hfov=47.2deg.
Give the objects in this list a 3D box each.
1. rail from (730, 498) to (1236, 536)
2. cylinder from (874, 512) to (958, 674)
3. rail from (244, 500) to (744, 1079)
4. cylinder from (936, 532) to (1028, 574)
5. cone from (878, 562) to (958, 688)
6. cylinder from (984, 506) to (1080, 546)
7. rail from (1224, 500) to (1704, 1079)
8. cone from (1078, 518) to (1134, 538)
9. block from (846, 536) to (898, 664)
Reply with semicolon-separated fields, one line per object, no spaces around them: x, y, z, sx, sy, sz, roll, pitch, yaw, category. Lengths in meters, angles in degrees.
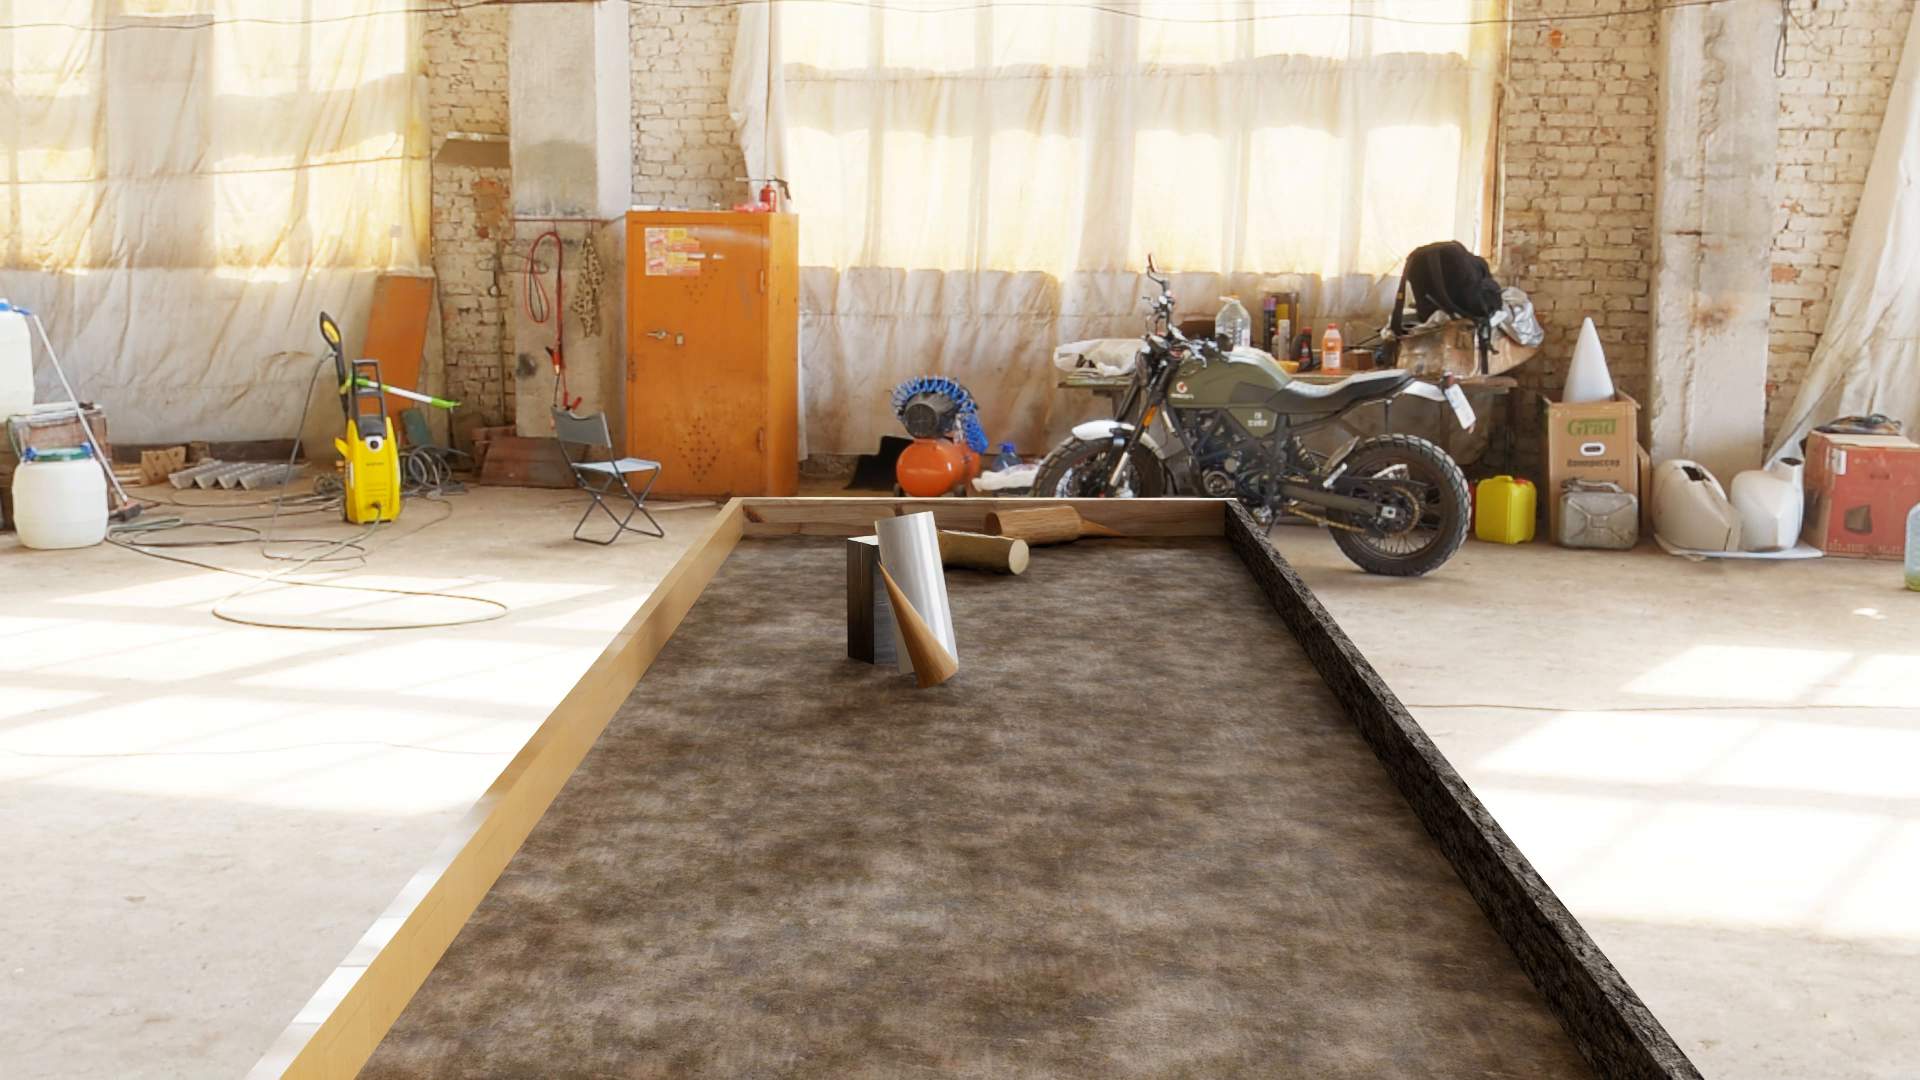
0.099;-0.098;9.147;2.100;0.150;0.050;0;9;1;rail
-0.128;0.155;6.486;0.175;0.455;0.175;-10;-1;0;cylinder
-1.004;0.839;3.234;0.050;0.150;12.000;0;9;1;rail
0.073;0.047;8.301;0.360;0.129;0.129;6;11;35;cylinder
-0.148;0.225;6.297;0.126;0.390;0.126;-26;12;6;cone
0.290;-0.050;8.850;0.365;0.147;0.147;-5;10;-28;cylinder
1.046;0.843;3.208;0.050;0.150;12.000;0;9;1;rail
0.548;-0.040;9.064;0.357;0.125;0.125;10;9;-2;cone
-0.241;0.179;6.707;0.149;0.366;0.149;-6;11;-35;block
